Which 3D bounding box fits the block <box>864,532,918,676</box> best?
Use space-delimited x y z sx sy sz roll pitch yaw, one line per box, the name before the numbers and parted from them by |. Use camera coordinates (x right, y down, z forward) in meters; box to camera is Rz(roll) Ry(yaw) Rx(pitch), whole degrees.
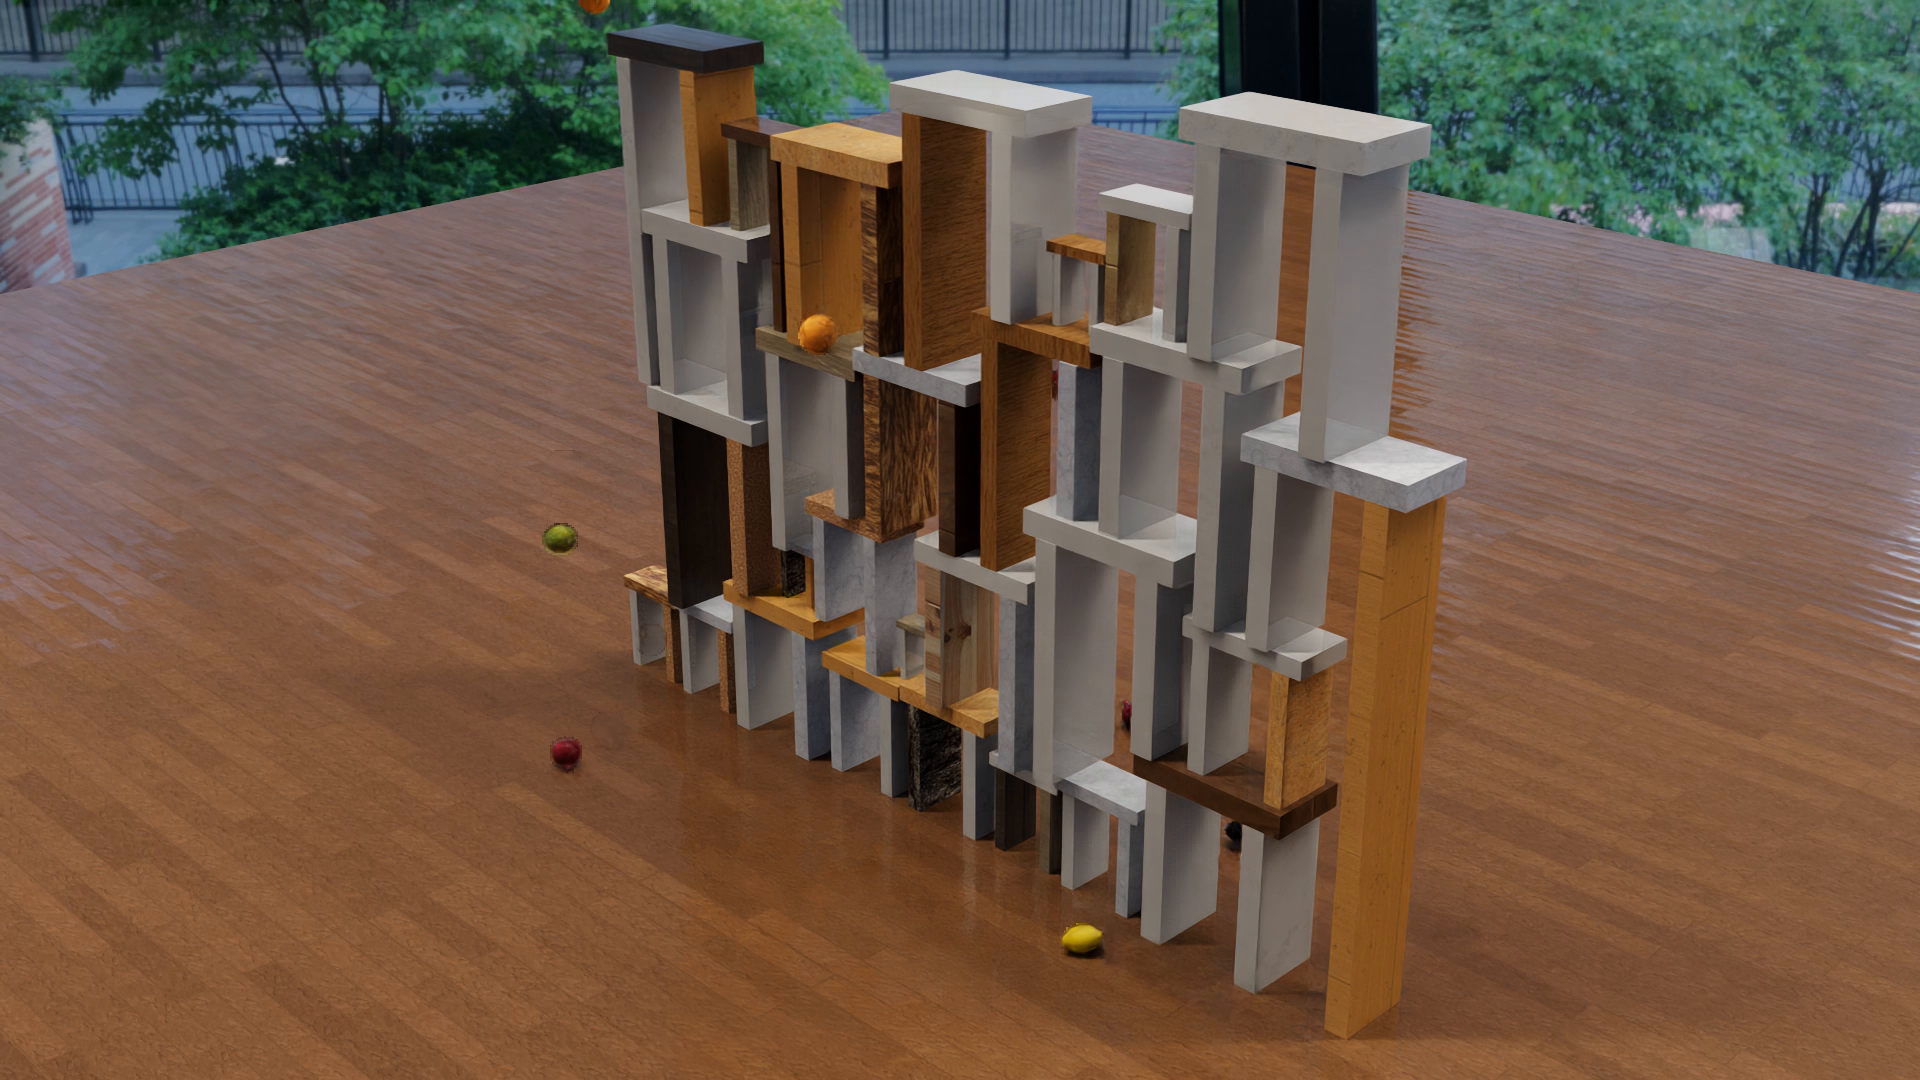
block | -0.139 0.119 4.430 0.114 0.299 0.032 -21 31 -40

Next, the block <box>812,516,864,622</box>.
block | -0.246 0.045 4.514 0.032 0.228 0.114 22 31 40

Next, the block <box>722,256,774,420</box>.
block | -0.398 -0.427 4.482 0.048 0.337 0.168 21 31 41

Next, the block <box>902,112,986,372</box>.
block | -0.028 -0.556 4.019 0.167 0.472 0.047 -21 31 -40

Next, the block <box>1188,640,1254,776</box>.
block | 0.456 0.274 3.841 0.036 0.252 0.126 21 31 41

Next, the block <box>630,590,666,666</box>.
block | -0.713 0.188 5.079 0.027 0.187 0.094 21 31 41

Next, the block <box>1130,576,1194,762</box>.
block | 0.381 0.201 3.890 0.049 0.346 0.173 21 31 41

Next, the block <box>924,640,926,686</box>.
block | -0.049 0.237 4.381 0.015 0.103 0.051 22 31 40

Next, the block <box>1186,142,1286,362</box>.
block | 0.445 -0.476 3.533 0.049 0.348 0.174 21 31 40

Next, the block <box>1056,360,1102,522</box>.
block | 0.235 -0.190 3.876 0.041 0.287 0.144 21 31 41

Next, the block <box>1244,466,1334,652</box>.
block | 0.547 0.011 3.637 0.160 0.320 0.045 -21 31 -41

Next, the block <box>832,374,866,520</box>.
block | -0.182 -0.201 4.343 0.147 0.293 0.042 -21 31 -41

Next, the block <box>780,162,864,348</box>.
block | -0.264 -0.567 4.270 0.163 0.356 0.046 -21 31 -40

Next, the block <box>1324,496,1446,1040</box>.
block | 0.698 0.373 3.627 0.160 0.979 0.045 -21 31 -41

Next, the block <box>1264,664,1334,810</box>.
block | 0.575 0.320 3.732 0.036 0.252 0.126 21 31 41

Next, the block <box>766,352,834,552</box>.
block | -0.321 -0.196 4.496 0.147 0.422 0.042 -21 31 -40

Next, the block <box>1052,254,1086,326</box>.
block | 0.190 -0.443 3.835 0.018 0.130 0.065 21 31 40

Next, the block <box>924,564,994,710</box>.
block | 0.000 0.168 4.295 0.042 0.298 0.149 21 31 41

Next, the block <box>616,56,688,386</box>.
block | -0.622 -0.674 4.612 0.043 0.690 0.153 20 30 41

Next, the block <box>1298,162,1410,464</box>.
block | 0.609 -0.361 3.403 0.174 0.458 0.049 -21 31 -41

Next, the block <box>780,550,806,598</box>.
block | -0.348 0.059 4.624 0.058 0.115 0.016 -21 31 -41

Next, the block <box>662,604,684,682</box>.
block | -0.625 0.222 4.998 0.027 0.187 0.094 21 31 41

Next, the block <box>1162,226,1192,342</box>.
block | 0.378 -0.431 3.625 0.027 0.193 0.096 21 31 40

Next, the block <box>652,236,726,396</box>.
block | -0.557 -0.489 4.628 0.048 0.337 0.168 21 31 40

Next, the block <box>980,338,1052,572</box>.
block | 0.103 -0.171 4.035 0.144 0.445 0.041 -21 31 -41

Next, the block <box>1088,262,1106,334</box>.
block | 0.251 -0.420 3.780 0.018 0.130 0.065 21 31 40

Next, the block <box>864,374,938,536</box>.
block | -0.114 -0.183 4.264 0.152 0.322 0.043 -21 31 -40

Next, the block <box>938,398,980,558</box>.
block | 0.029 -0.134 4.128 0.152 0.304 0.043 -21 31 -41

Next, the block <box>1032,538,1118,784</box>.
block | 0.214 0.202 4.065 0.049 0.484 0.173 21 31 40

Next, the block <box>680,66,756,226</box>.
block | -0.478 -0.796 4.405 0.043 0.306 0.153 19 30 42

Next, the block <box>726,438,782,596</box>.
block | -0.403 -0.070 4.635 0.049 0.344 0.172 21 31 41

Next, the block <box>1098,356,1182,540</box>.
block | 0.313 -0.177 3.802 0.046 0.321 0.161 21 31 40

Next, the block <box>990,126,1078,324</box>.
block | 0.130 -0.559 3.847 0.166 0.333 0.047 -21 31 -41

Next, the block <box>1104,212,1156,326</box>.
block | 0.287 -0.466 3.708 0.027 0.193 0.096 21 31 40

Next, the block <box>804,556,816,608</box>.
block | -0.294 0.080 4.574 0.016 0.115 0.058 21 31 41

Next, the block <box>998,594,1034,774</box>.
block | 0.140 0.253 4.178 0.149 0.363 0.042 -21 31 -41

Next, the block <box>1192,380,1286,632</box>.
block | 0.467 -0.070 3.686 0.046 0.429 0.161 21 31 40

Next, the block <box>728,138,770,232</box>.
block | -0.414 -0.713 4.368 0.092 0.184 0.026 -21 31 -41

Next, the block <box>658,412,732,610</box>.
block | -0.565 -0.084 4.804 0.049 0.449 0.172 21 31 41

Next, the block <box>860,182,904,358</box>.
block | -0.105 -0.519 4.118 0.163 0.326 0.046 -18 29 -36

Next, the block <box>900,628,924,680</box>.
block | -0.096 0.223 4.426 0.051 0.111 0.015 -21 30 -40

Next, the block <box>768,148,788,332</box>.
block | -0.329 -0.595 4.322 0.026 0.365 0.092 21 31 40
